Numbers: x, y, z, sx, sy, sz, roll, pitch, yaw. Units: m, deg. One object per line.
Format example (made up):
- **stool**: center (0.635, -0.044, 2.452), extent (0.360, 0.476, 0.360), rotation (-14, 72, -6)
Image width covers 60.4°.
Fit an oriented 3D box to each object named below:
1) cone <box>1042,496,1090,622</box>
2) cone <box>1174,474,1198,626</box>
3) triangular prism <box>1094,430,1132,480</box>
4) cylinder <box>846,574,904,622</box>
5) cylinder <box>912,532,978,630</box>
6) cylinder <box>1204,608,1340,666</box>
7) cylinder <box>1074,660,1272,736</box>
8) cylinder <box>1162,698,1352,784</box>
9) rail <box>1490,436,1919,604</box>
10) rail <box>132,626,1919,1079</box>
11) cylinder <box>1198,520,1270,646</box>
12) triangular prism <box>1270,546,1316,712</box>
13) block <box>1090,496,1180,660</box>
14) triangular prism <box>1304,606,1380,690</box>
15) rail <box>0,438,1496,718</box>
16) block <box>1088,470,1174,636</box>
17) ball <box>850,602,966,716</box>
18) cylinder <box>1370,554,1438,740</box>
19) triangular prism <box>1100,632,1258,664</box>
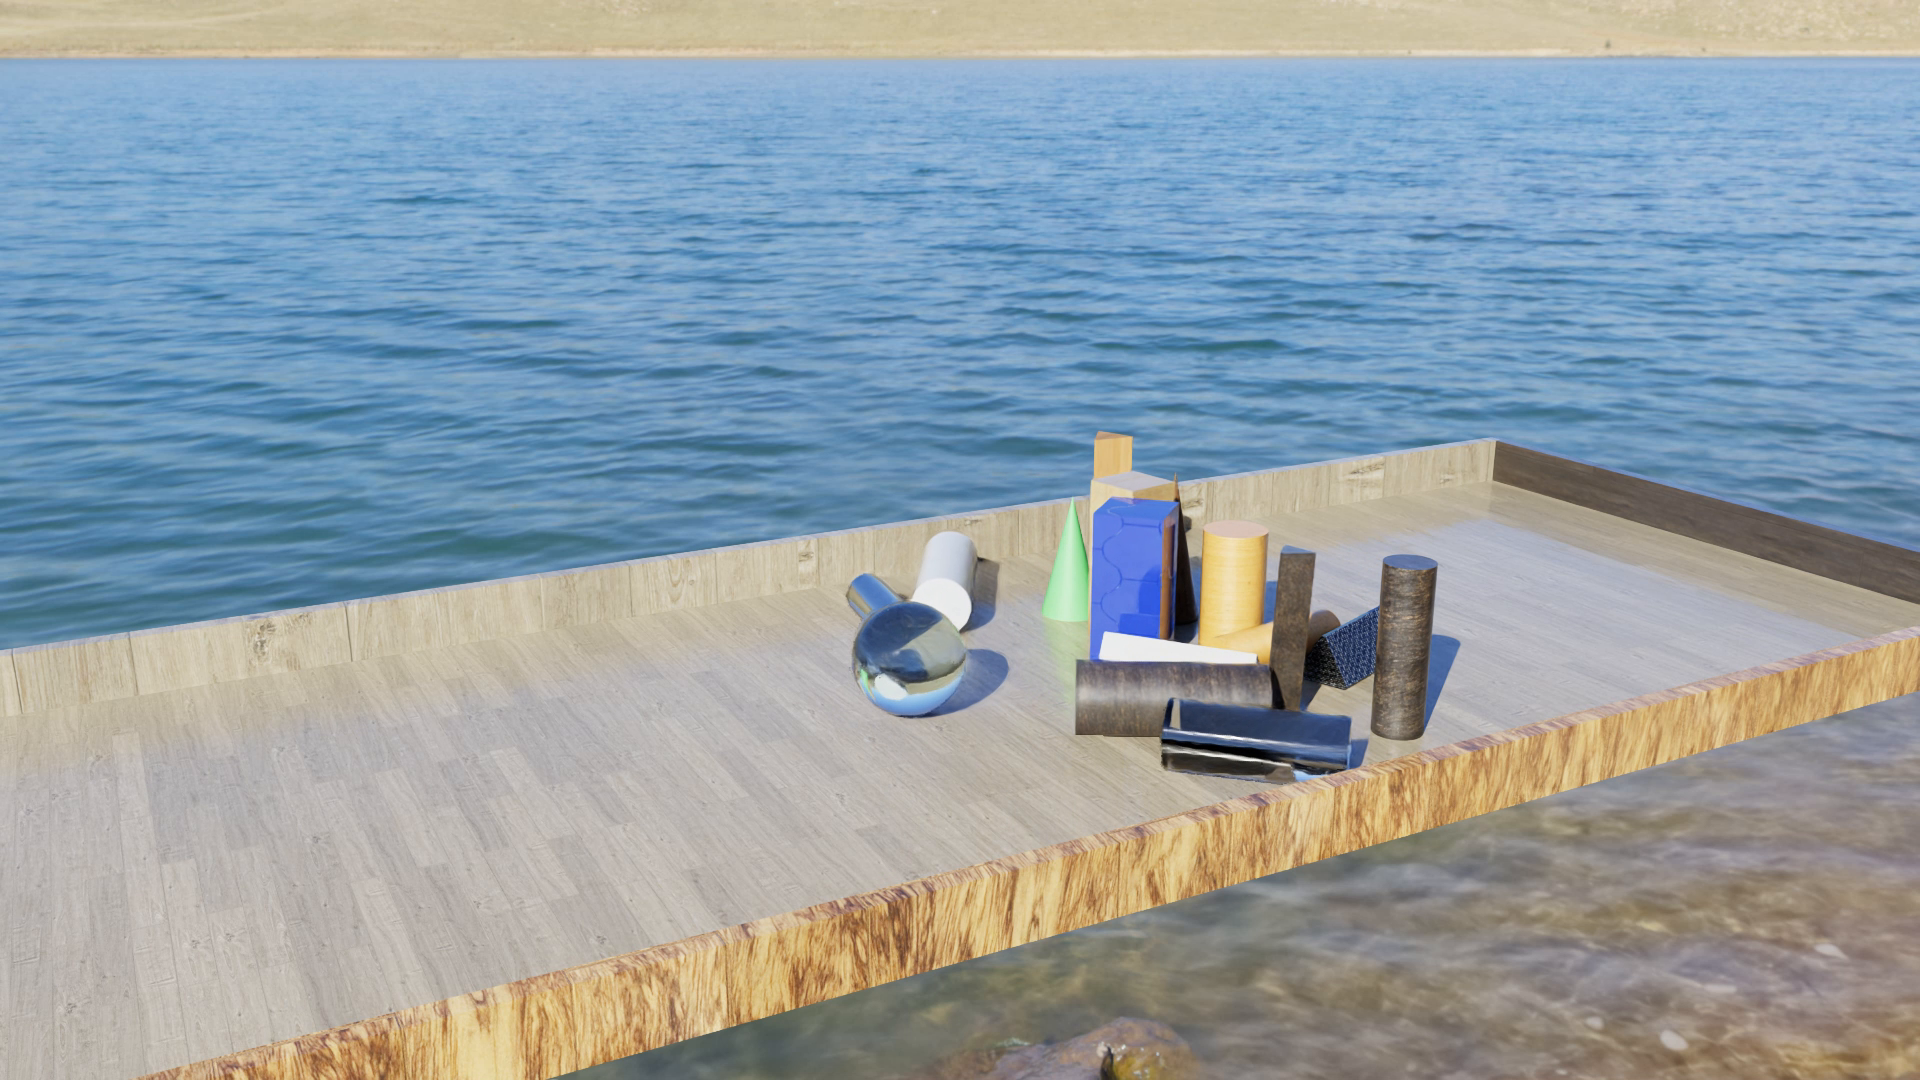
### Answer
- **cone**: center (0.313, 0.041, 4.616), extent (0.166, 0.339, 0.166), rotation (0, 16, 0)
- **cone**: center (0.590, 0.013, 4.567), extent (0.159, 0.419, 0.159), rotation (0, 16, 0)
- **triangular prism**: center (0.425, -0.088, 4.849), extent (0.119, 0.454, 0.103), rotation (-6, 17, -20)
- **cylinder**: center (-0.192, 0.207, 4.442), extent (0.117, 0.117, 0.427), rotation (-6, 17, -19)
- **cylinder**: center (-0.039, 0.117, 4.670), extent (0.163, 0.163, 0.458), rotation (1, 16, 3)
- **cylinder**: center (0.806, 0.267, 4.249), extent (0.394, 0.110, 0.110), rotation (-11, 20, -33)
- **cylinder**: center (0.487, 0.366, 3.806), extent (0.440, 0.172, 0.172), rotation (1, 16, 3)
- **cylinder**: center (0.644, 0.441, 3.575), extent (0.390, 0.158, 0.158), rotation (5, 17, 16)
- **rail**: center (2.466, -0.048, 5.253), extent (0.050, 0.150, 2.100), rotation (-9, 18, -27)
- **rail**: center (-2.336, 1.006, 1.665), extent (12.000, 0.150, 0.050), rotation (-9, 18, -27)
- **cylinder**: center (0.721, 0.126, 4.355), extent (0.170, 0.322, 0.170), rotation (0, 16, 0)
- **triangular prism**: center (0.760, 0.219, 3.878), extent (0.088, 0.410, 0.076), rotation (0, 14, -13)
- **block**: center (0.445, 0.119, 4.212), extent (0.178, 0.416, 0.178), rotation (6, 18, 19)
- **triangular prism**: center (1.010, 0.262, 4.233), extent (0.143, 0.124, 0.334), rotation (14, 21, 39)
- **rail**: center (-3.305, 0.497, 3.399), extent (12.000, 0.150, 0.050), rotation (-9, 18, -27)
- **block**: center (0.456, 0.052, 4.405), extent (0.156, 0.434, 0.156), rotation (-13, 21, -37)
- **ball**: center (-0.122, 0.282, 3.913), extent (0.273, 0.273, 0.273), rotation (0, 16, 0)
- **cylinder**: center (1.018, 0.247, 3.786), extent (0.121, 0.411, 0.121), rotation (0, 16, 0)
- **triangular prism**: center (0.534, 0.315, 4.033), extent (0.386, 0.134, 0.154), rotation (7, 18, 24)
